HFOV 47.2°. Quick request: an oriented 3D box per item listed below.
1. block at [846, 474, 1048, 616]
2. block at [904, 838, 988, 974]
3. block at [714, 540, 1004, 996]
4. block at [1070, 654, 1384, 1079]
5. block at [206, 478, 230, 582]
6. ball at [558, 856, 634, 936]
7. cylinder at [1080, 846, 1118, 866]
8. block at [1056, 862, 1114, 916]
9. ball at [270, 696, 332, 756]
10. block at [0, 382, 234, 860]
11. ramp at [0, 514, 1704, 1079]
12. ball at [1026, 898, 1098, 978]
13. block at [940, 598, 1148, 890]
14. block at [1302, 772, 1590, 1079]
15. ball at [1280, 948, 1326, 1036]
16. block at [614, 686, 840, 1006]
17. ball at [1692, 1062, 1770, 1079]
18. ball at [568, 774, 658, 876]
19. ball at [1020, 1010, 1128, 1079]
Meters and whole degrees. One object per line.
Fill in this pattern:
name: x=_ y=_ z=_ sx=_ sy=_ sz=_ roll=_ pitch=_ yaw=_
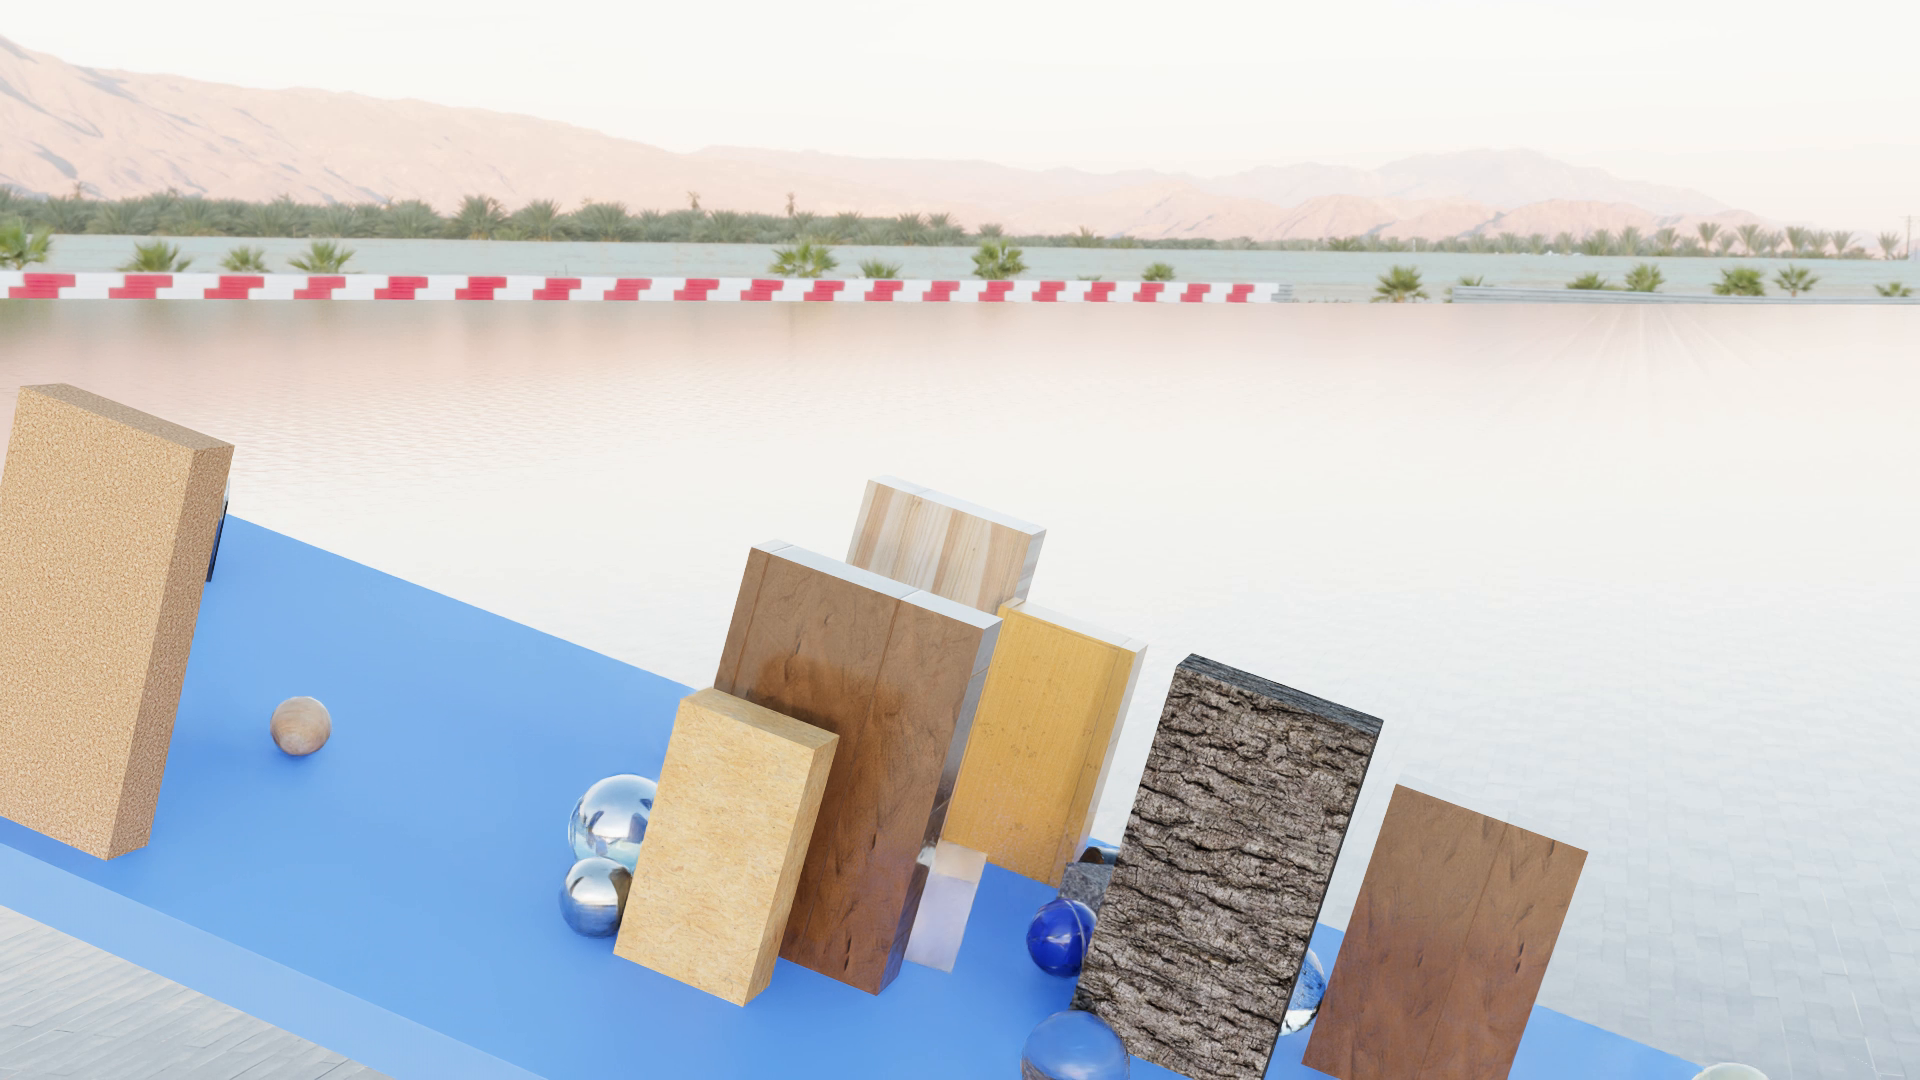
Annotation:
block: x=-0.097 y=0.240 z=4.939 sx=0.391 sy=0.679 sz=0.131 roll=19 pitch=12 yaw=14
block: x=-0.069 y=0.677 z=4.148 sx=0.182 sy=0.182 sz=0.182 roll=17 pitch=11 yaw=4
block: x=-0.239 y=0.402 z=3.927 sx=0.445 sy=0.694 sz=0.119 roll=19 pitch=12 yaw=14
block: x=0.468 y=0.600 z=3.932 sx=0.361 sy=0.704 sz=0.139 roll=19 pitch=12 yaw=14
block: x=-1.825 y=-0.043 z=5.119 sx=0.201 sy=0.201 sz=0.201 roll=12 pitch=12 yaw=-20
ball: x=-0.624 y=0.614 z=3.793 sx=0.137 sy=0.137 sz=0.137 roll=0 pitch=7 yaw=0
cylinder: x=0.335 y=0.723 z=4.550 sx=0.155 sy=0.155 sz=0.155 roll=13 pitch=3 yaw=-19
block: x=0.296 y=0.749 z=4.360 sx=0.159 sy=0.159 sz=0.159 roll=9 pitch=12 yaw=-31
ball: x=-1.262 y=0.356 z=4.209 sx=0.114 sy=0.114 sz=0.114 roll=0 pitch=7 yaw=0
block: x=-1.423 y=0.131 z=3.577 sx=0.334 sy=0.700 sz=0.105 roll=19 pitch=12 yaw=14
ramp: x=-0.372 y=0.721 z=4.236 sx=4.000 sy=0.100 sz=2.000 roll=19 pitch=12 yaw=14
ball: x=0.198 y=0.749 z=4.131 sx=0.147 sy=0.147 sz=0.147 roll=0 pitch=7 yaw=0
block: x=0.169 y=0.435 z=4.716 sx=0.308 sy=0.543 sz=0.118 roll=19 pitch=12 yaw=14
block: x=0.894 y=0.764 z=4.067 sx=0.356 sy=0.572 sz=0.090 roll=19 pitch=12 yaw=14
ball: x=0.599 y=0.849 z=4.203 sx=0.196 sy=0.196 sz=0.196 roll=0 pitch=7 yaw=0
block: x=-0.397 y=0.518 z=3.731 sx=0.248 sy=0.468 sz=0.118 roll=19 pitch=12 yaw=14
ball: x=1.486 y=1.103 z=4.224 sx=0.194 sy=0.194 sz=0.194 roll=0 pitch=7 yaw=0
ball: x=-0.613 y=0.533 z=4.027 sx=0.206 sy=0.206 sz=0.206 roll=0 pitch=7 yaw=0
ball: x=0.188 y=0.864 z=3.619 sx=0.177 sy=0.177 sz=0.177 roll=0 pitch=7 yaw=0
